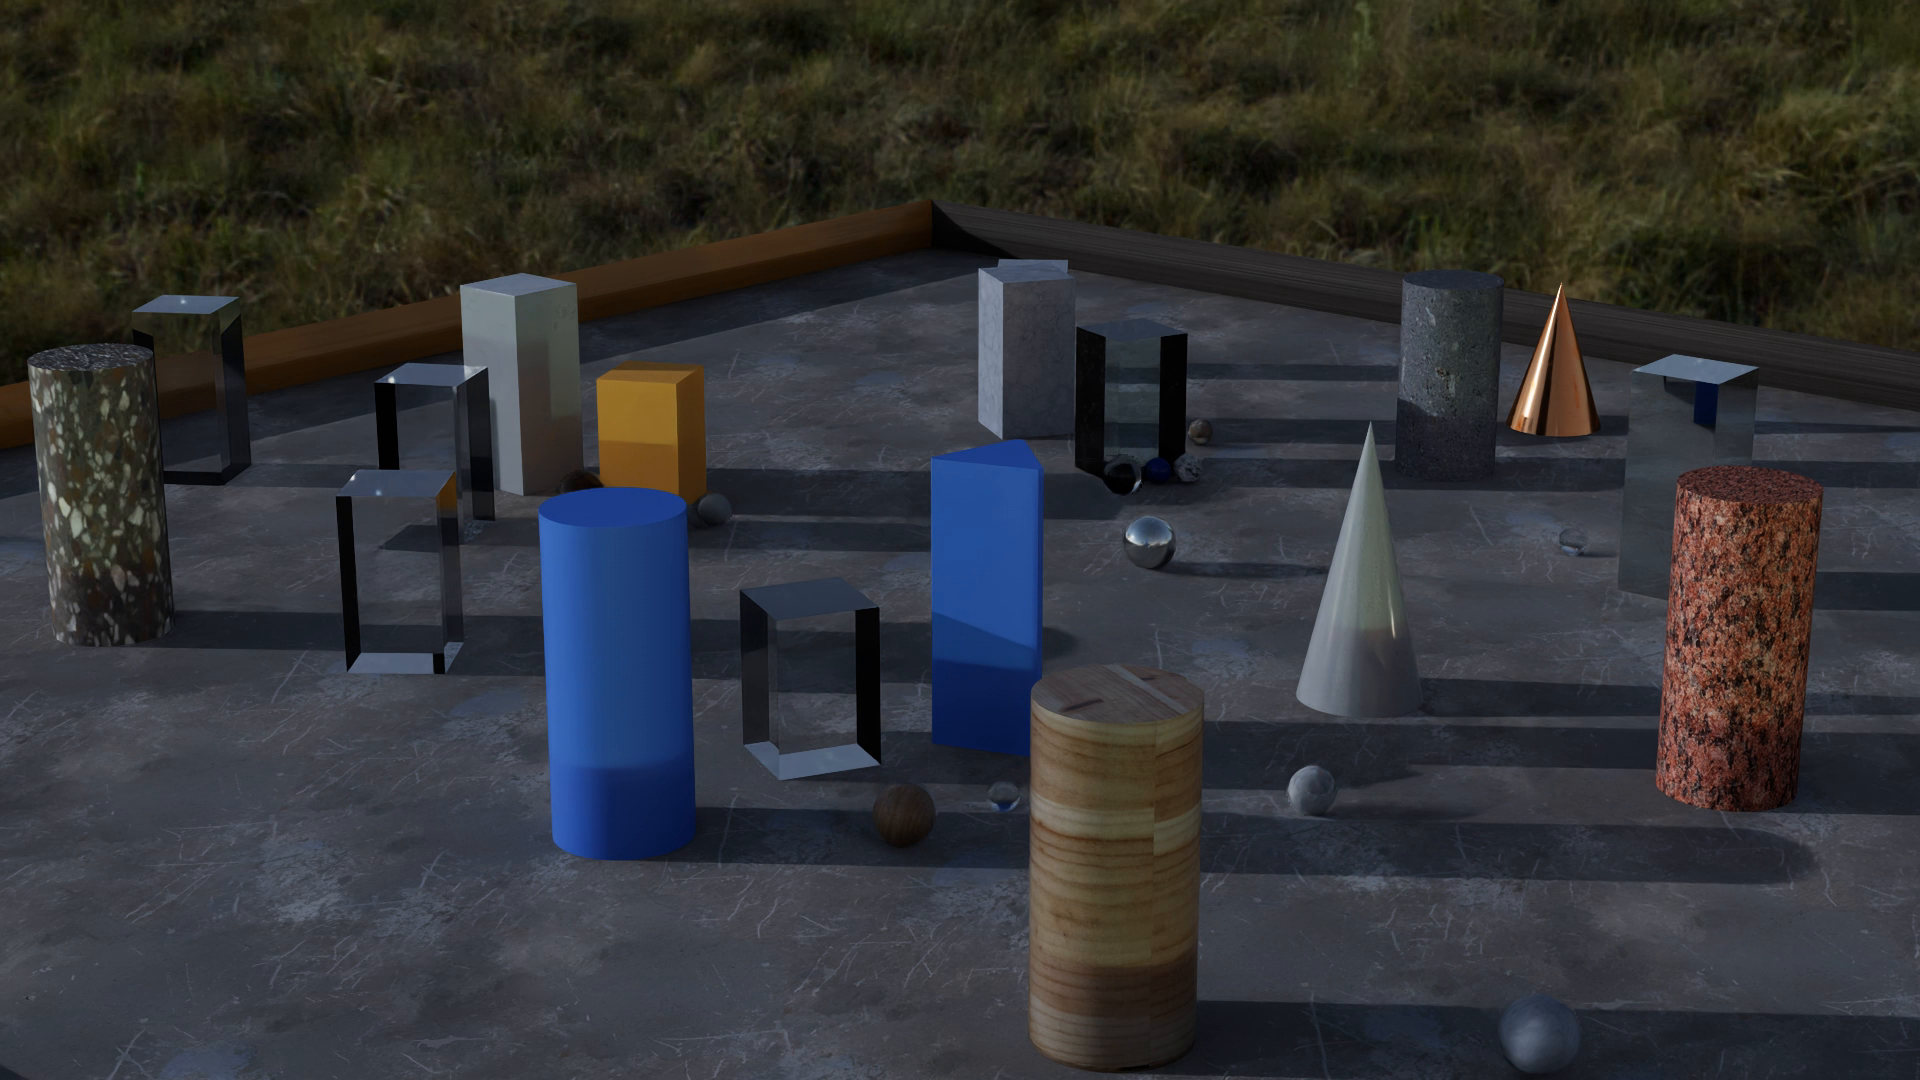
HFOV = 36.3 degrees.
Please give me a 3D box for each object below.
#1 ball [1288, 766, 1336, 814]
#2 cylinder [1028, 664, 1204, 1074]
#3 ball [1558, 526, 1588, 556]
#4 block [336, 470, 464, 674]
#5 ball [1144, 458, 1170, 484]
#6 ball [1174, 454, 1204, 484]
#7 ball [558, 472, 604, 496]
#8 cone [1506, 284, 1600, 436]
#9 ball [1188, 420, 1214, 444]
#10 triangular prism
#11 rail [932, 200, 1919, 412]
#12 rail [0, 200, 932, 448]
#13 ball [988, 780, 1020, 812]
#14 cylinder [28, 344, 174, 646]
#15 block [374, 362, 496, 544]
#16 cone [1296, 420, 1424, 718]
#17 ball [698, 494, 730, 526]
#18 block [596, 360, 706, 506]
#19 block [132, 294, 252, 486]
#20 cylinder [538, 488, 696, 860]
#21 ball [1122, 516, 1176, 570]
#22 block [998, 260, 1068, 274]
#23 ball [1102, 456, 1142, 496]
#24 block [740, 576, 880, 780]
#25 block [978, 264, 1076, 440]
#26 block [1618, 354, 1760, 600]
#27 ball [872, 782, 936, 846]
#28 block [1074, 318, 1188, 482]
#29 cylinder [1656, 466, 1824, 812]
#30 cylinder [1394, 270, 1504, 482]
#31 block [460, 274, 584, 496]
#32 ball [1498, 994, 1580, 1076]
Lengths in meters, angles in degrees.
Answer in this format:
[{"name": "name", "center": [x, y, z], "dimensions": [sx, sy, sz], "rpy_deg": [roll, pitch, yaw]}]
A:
[{"name": "ball", "center": [0.500, 0.355, 4.160], "dimensions": [0.069, 0.069, 0.069], "rpy_deg": [0, 17, 0]}, {"name": "cylinder", "center": [0.181, 0.383, 3.435], "dimensions": [0.200, 0.432, 0.200], "rpy_deg": [0, 17, 0]}, {"name": "ball", "center": [1.121, 0.002, 5.361], "dimensions": [0.052, 0.052, 0.052], "rpy_deg": [0, 17, 0]}, {"name": "block", "center": [-0.909, 0.050, 4.773], "dimensions": [0.160, 0.297, 0.160], "rpy_deg": [0, 17, 2]}, {"name": "ball", "center": [0.392, -0.138, 5.823], "dimensions": [0.053, 0.053, 0.053], "rpy_deg": [0, 17, 0]}, {"name": "ball", "center": [0.454, -0.142, 5.824], "dimensions": [0.060, 0.060, 0.060], "rpy_deg": [0, 17, 0]}, {"name": "ball", "center": [-0.720, -0.085, 5.586], "dimensions": [0.089, 0.089, 0.089], "rpy_deg": [0, 17, 0]}, {"name": "cone", "center": [1.270, -0.396, 6.233], "dimensions": [0.200, 0.310, 0.200], "rpy_deg": [0, 17, 0]}, {"name": "ball", "center": [0.503, -0.226, 6.117], "dimensions": [0.052, 0.052, 0.052], "rpy_deg": [0, 17, 0]}, {"name": "triangular prism", "center": [0.065, 0.082, 4.412], "dimensions": [0.173, 0.446, 0.150], "rpy_deg": [6, 18, 20]}, {"name": "rail", "center": [1.527, -0.474, 6.803], "dimensions": [4.298, 0.130, 0.045], "rpy_deg": [14, 22, 39]}, {"name": "rail", "center": [-1.605, -0.369, 6.454], "dimensions": [0.045, 0.130, 4.705], "rpy_deg": [14, 22, 39]}, {"name": "ball", "center": [0.062, 0.364, 4.169], "dimensions": [0.046, 0.046, 0.046], "rpy_deg": [0, 17, 0]}, {"name": "cylinder", "center": [-1.432, -0.076, 4.896], "dimensions": [0.200, 0.470, 0.200], "rpy_deg": [0, 17, 0]}, {"name": "block", "center": [-0.978, -0.162, 5.473], "dimensions": [0.160, 0.301, 0.160], "rpy_deg": [3, 17, 11]}, {"name": "cone", "center": [0.632, 0.031, 4.573], "dimensions": [0.200, 0.450, 0.200], "rpy_deg": [0, 17, 0]}, {"name": "ball", "center": [-0.465, -0.058, 5.546], "dimensions": [0.060, 0.060, 0.060], "rpy_deg": [0, 17, 0]}, {"name": "block", "center": [-0.596, -0.201, 5.680], "dimensions": [0.160, 0.256, 0.160], "rpy_deg": [4, 17, 14]}, {"name": "block", "center": [-1.530, -0.299, 5.847], "dimensions": [0.160, 0.348, 0.160], "rpy_deg": [2, 17, 7]}, {"name": "cylinder", "center": [-0.469, 0.182, 4.030], "dimensions": [0.200, 0.474, 0.200], "rpy_deg": [0, 17, 0]}, {"name": "ball", "center": [0.340, 0.005, 5.274], "dimensions": [0.096, 0.096, 0.096], "rpy_deg": [0, 17, 0]}, {"name": "block", "center": [0.166, -0.510, 6.733], "dimensions": [0.160, 0.240, 0.160], "rpy_deg": [1, 17, 3]}, {"name": "ball", "center": [0.318, -0.126, 5.741], "dimensions": [0.077, 0.077, 0.077], "rpy_deg": [0, 17, 0]}, {"name": "block", "center": [-0.222, 0.204, 4.353], "dimensions": [0.160, 0.246, 0.160], "rpy_deg": [-7, 18, -22]}, {"name": "block", "center": [0.140, -0.400, 6.206], "dimensions": [0.160, 0.334, 0.160], "rpy_deg": [-5, 18, -17]}, {"name": "block", "center": [1.270, -0.105, 5.119], "dimensions": [0.160, 0.397, 0.160], "rpy_deg": [13, 21, 37]}, {"name": "ball", "center": [-0.077, 0.378, 4.049], "dimensions": [0.087, 0.087, 0.087], "rpy_deg": [0, 17, 0]}, {"name": "block", "center": [0.342, -0.279, 5.879], "dimensions": [0.160, 0.291, 0.160], "rpy_deg": [-9, 19, -28]}, {"name": "cylinder", "center": [1.114, 0.140, 4.201], "dimensions": [0.200, 0.456, 0.200], "rpy_deg": [0, 17, 0]}, {"name": "cylinder", "center": [0.981, -0.331, 5.880], "dimensions": [0.200, 0.389, 0.200], "rpy_deg": [0, 17, 0]}, {"name": "block", "center": [-0.864, -0.309, 5.793], "dimensions": [0.160, 0.398, 0.160], "rpy_deg": [14, 22, 38]}, {"name": "ball", "center": [0.670, 0.573, 3.393], "dimensions": [0.093, 0.093, 0.093], "rpy_deg": [0, 17, 0]}]
